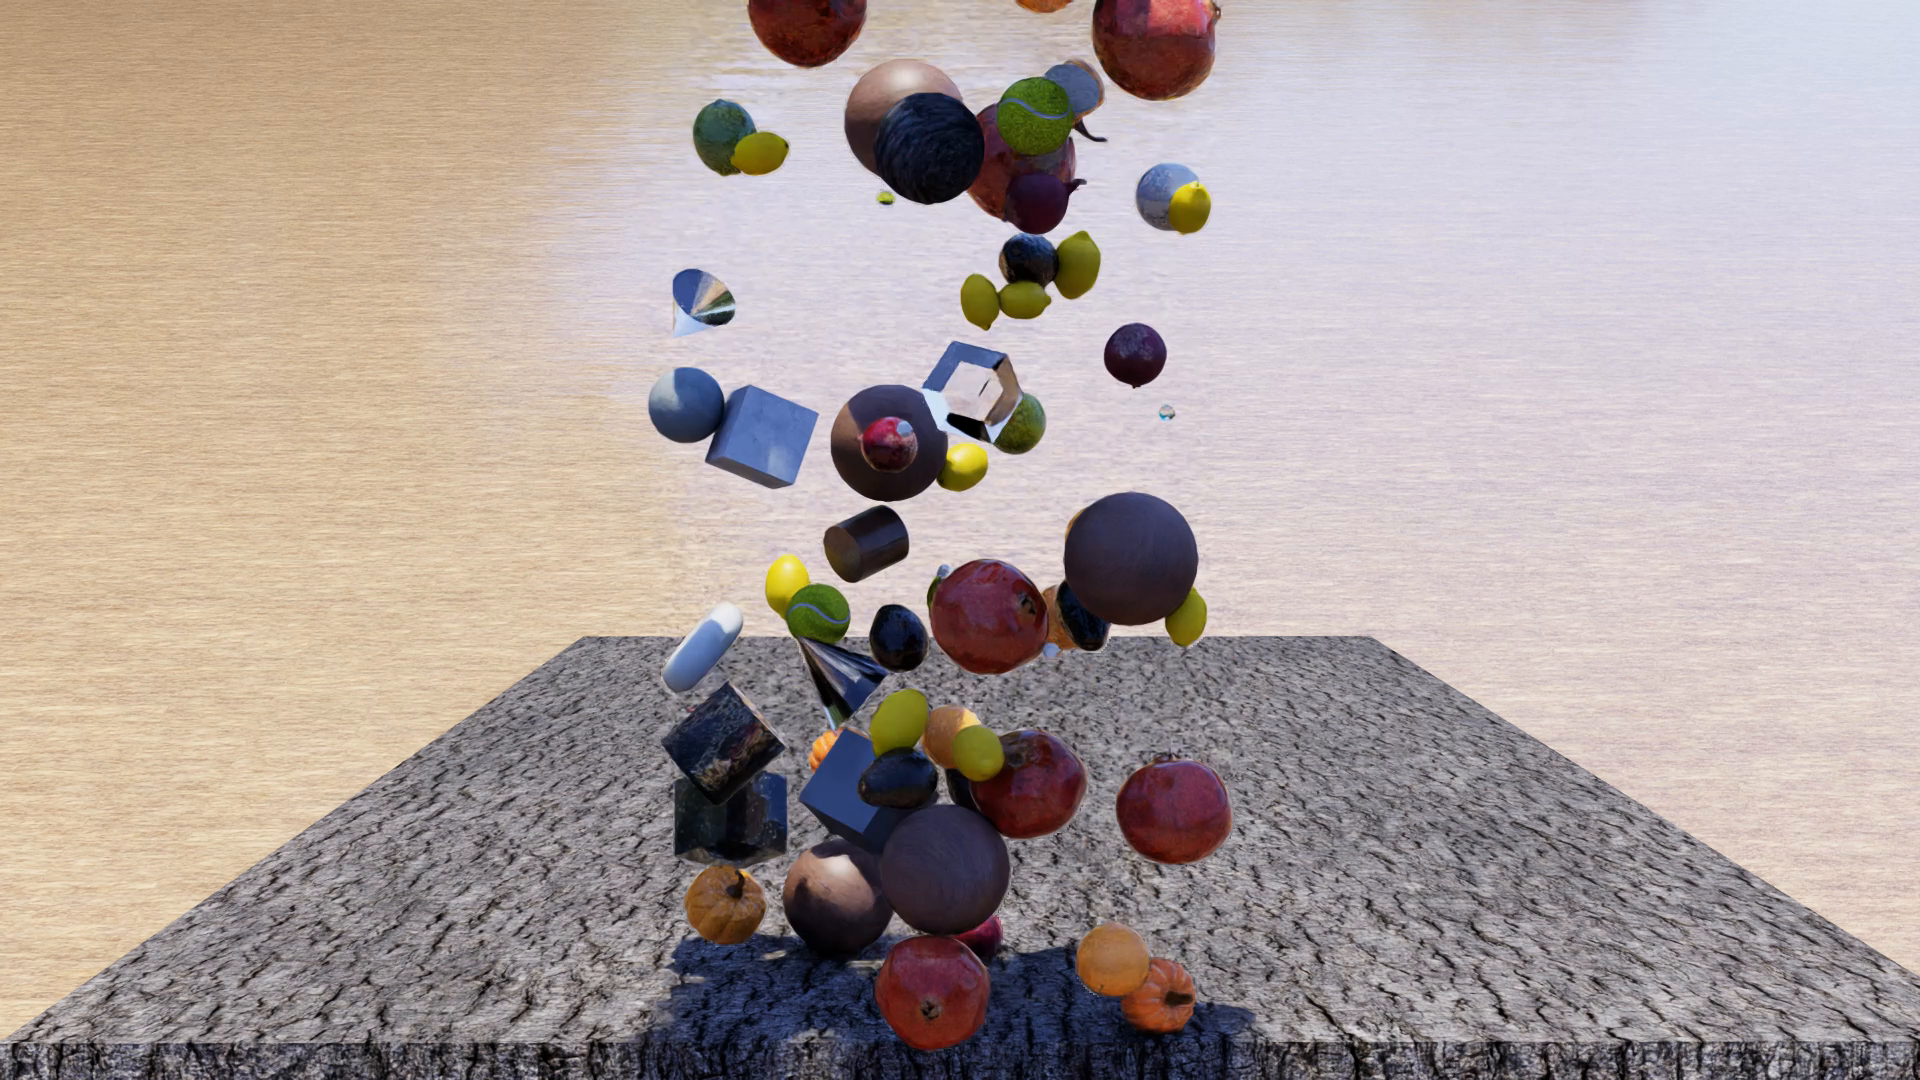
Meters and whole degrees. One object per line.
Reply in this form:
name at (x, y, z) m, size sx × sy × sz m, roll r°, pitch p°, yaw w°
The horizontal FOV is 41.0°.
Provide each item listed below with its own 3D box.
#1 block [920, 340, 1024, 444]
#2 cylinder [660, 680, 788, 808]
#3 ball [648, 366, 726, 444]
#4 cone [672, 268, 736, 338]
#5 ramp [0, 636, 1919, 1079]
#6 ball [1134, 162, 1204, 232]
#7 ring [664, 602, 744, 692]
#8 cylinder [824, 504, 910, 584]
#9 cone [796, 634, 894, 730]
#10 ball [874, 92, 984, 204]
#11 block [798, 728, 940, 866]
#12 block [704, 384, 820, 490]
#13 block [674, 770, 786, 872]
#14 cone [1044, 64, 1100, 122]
block at (0.012, -0.137, 2.381) m, size 0.061 × 0.061 × 0.061 m, roll 17°, pitch 60°, yaw 30°
cylinder at (-0.246, 0.212, 2.676) m, size 0.093 × 0.093 × 0.093 m, roll -41°, pitch 27°, yaw -2°
ball at (-0.287, -0.142, 2.694) m, size 0.080 × 0.080 × 0.080 m, roll 0°, pitch 20°, yaw 0°
cone at (-0.283, -0.231, 2.673) m, size 0.073 × 0.073 × 0.073 m, roll 20°, pitch 47°, yaw -23°
ramp at (0.047, 0.420, 4.534) m, size 2.000 × 0.100 × 4.000 m, roll 0°, pitch 4°, yaw 0°
ball at (0.208, -0.341, 2.553) m, size 0.068 × 0.068 × 0.068 m, roll 0°, pitch 20°, yaw 0°
ring at (-0.283, 0.118, 2.833) m, size 0.039 × 0.116 × 0.116 m, roll 41°, pitch 20°, yaw -7°
cylinder at (-0.103, 0.004, 2.828) m, size 0.067 × 0.067 × 0.067 m, roll -26°, pitch 31°, yaw -35°
cone at (-0.135, 0.130, 2.659) m, size 0.095 × 0.095 × 0.095 m, roll 43°, pitch 23°, yaw -4°
ball at (-0.028, -0.350, 2.291) m, size 0.099 × 0.099 × 0.099 m, roll 0°, pitch 20°, yaw 0°
block at (-0.094, 0.268, 2.681) m, size 0.089 × 0.089 × 0.089 m, roll 25°, pitch 73°, yaw 32°
block at (-0.208, -0.107, 2.693) m, size 0.080 × 0.080 × 0.080 m, roll 22°, pitch -10°, yaw -18°
block at (-0.262, 0.316, 2.932) m, size 0.091 × 0.091 × 0.091 m, roll 21°, pitch -32°, yaw -41°
cone at (0.098, -0.416, 2.457) m, size 0.056 × 0.056 × 0.056 m, roll 7°, pitch 62°, yaw -14°
